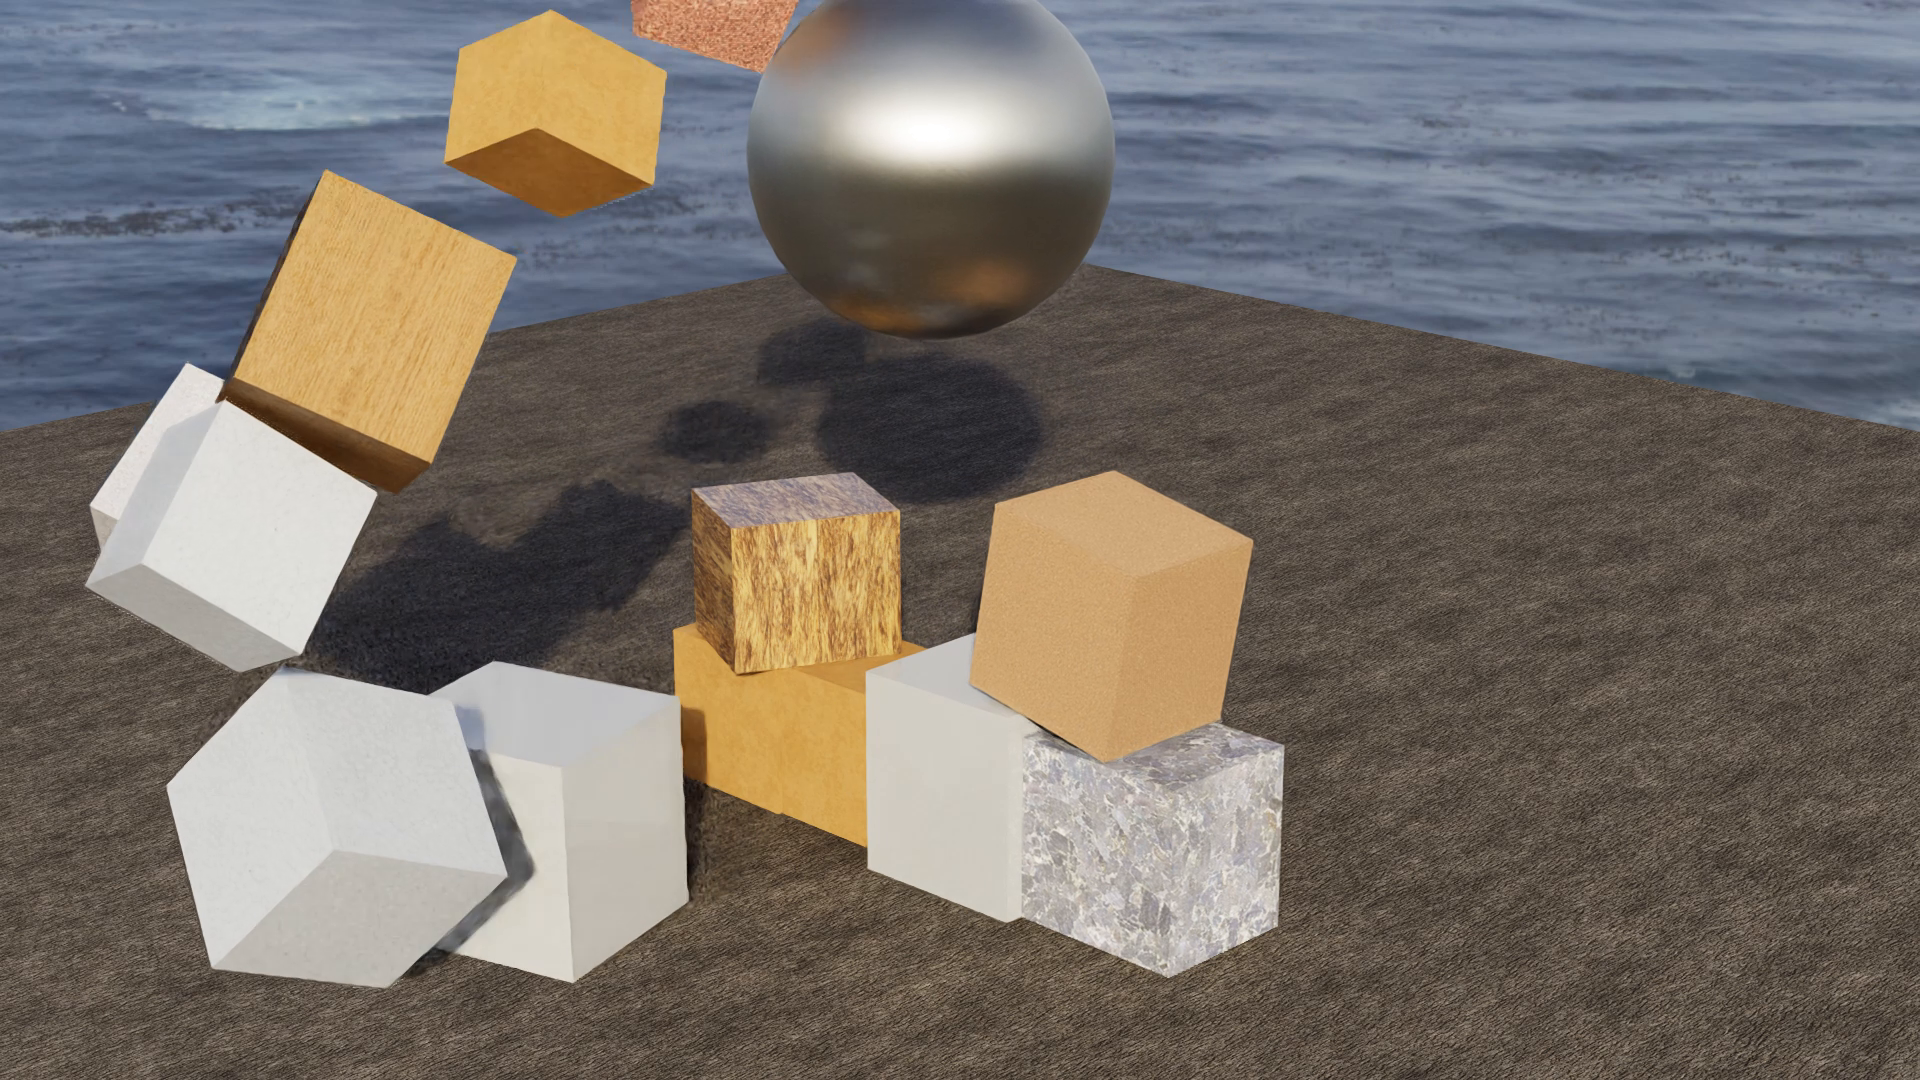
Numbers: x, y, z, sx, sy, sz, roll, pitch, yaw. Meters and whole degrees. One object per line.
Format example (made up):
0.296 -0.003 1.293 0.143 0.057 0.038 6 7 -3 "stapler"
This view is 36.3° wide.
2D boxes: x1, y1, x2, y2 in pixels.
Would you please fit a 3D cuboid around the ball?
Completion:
-0.125 -1.664 12.688 1.600 1.600 1.600 0 17 0 "ball"

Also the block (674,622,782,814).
-0.885 0.803 14.525 0.731 0.758 0.754 -17 24 -42 "block"

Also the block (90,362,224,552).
-3.200 -0.134 12.738 0.752 0.754 0.774 26 64 2 "block"

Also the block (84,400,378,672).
-2.631 -0.003 10.597 0.654 0.674 0.558 34 -27 -27 "block"

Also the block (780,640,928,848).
-0.363 0.964 14.004 0.741 0.764 0.649 17 24 42 "block"

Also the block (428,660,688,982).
-1.872 1.209 12.830 1.001 0.984 0.891 9 21 27 "block"

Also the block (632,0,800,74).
-1.015 -2.496 12.478 0.591 0.625 0.636 14 41 -22 "block"

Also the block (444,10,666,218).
-1.599 -1.675 11.608 0.559 0.502 0.605 -12 -25 41 "block"

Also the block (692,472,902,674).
-0.792 0.147 14.141 0.826 0.715 0.717 -6 18 -19 "block"

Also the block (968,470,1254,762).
0.649 0.316 12.741 0.752 0.873 0.826 -16 34 -42 "block"

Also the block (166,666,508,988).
-2.448 1.138 11.490 0.832 0.810 0.853 17 39 -46 "block"

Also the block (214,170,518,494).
-2.178 -0.740 10.678 0.741 0.820 0.719 24 -16 -16 "block"

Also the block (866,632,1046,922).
0.195 1.046 13.405 0.871 0.967 0.887 16 23 41 "block"

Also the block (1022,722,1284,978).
0.837 1.281 12.845 0.866 0.854 0.730 17 24 42 "block"
